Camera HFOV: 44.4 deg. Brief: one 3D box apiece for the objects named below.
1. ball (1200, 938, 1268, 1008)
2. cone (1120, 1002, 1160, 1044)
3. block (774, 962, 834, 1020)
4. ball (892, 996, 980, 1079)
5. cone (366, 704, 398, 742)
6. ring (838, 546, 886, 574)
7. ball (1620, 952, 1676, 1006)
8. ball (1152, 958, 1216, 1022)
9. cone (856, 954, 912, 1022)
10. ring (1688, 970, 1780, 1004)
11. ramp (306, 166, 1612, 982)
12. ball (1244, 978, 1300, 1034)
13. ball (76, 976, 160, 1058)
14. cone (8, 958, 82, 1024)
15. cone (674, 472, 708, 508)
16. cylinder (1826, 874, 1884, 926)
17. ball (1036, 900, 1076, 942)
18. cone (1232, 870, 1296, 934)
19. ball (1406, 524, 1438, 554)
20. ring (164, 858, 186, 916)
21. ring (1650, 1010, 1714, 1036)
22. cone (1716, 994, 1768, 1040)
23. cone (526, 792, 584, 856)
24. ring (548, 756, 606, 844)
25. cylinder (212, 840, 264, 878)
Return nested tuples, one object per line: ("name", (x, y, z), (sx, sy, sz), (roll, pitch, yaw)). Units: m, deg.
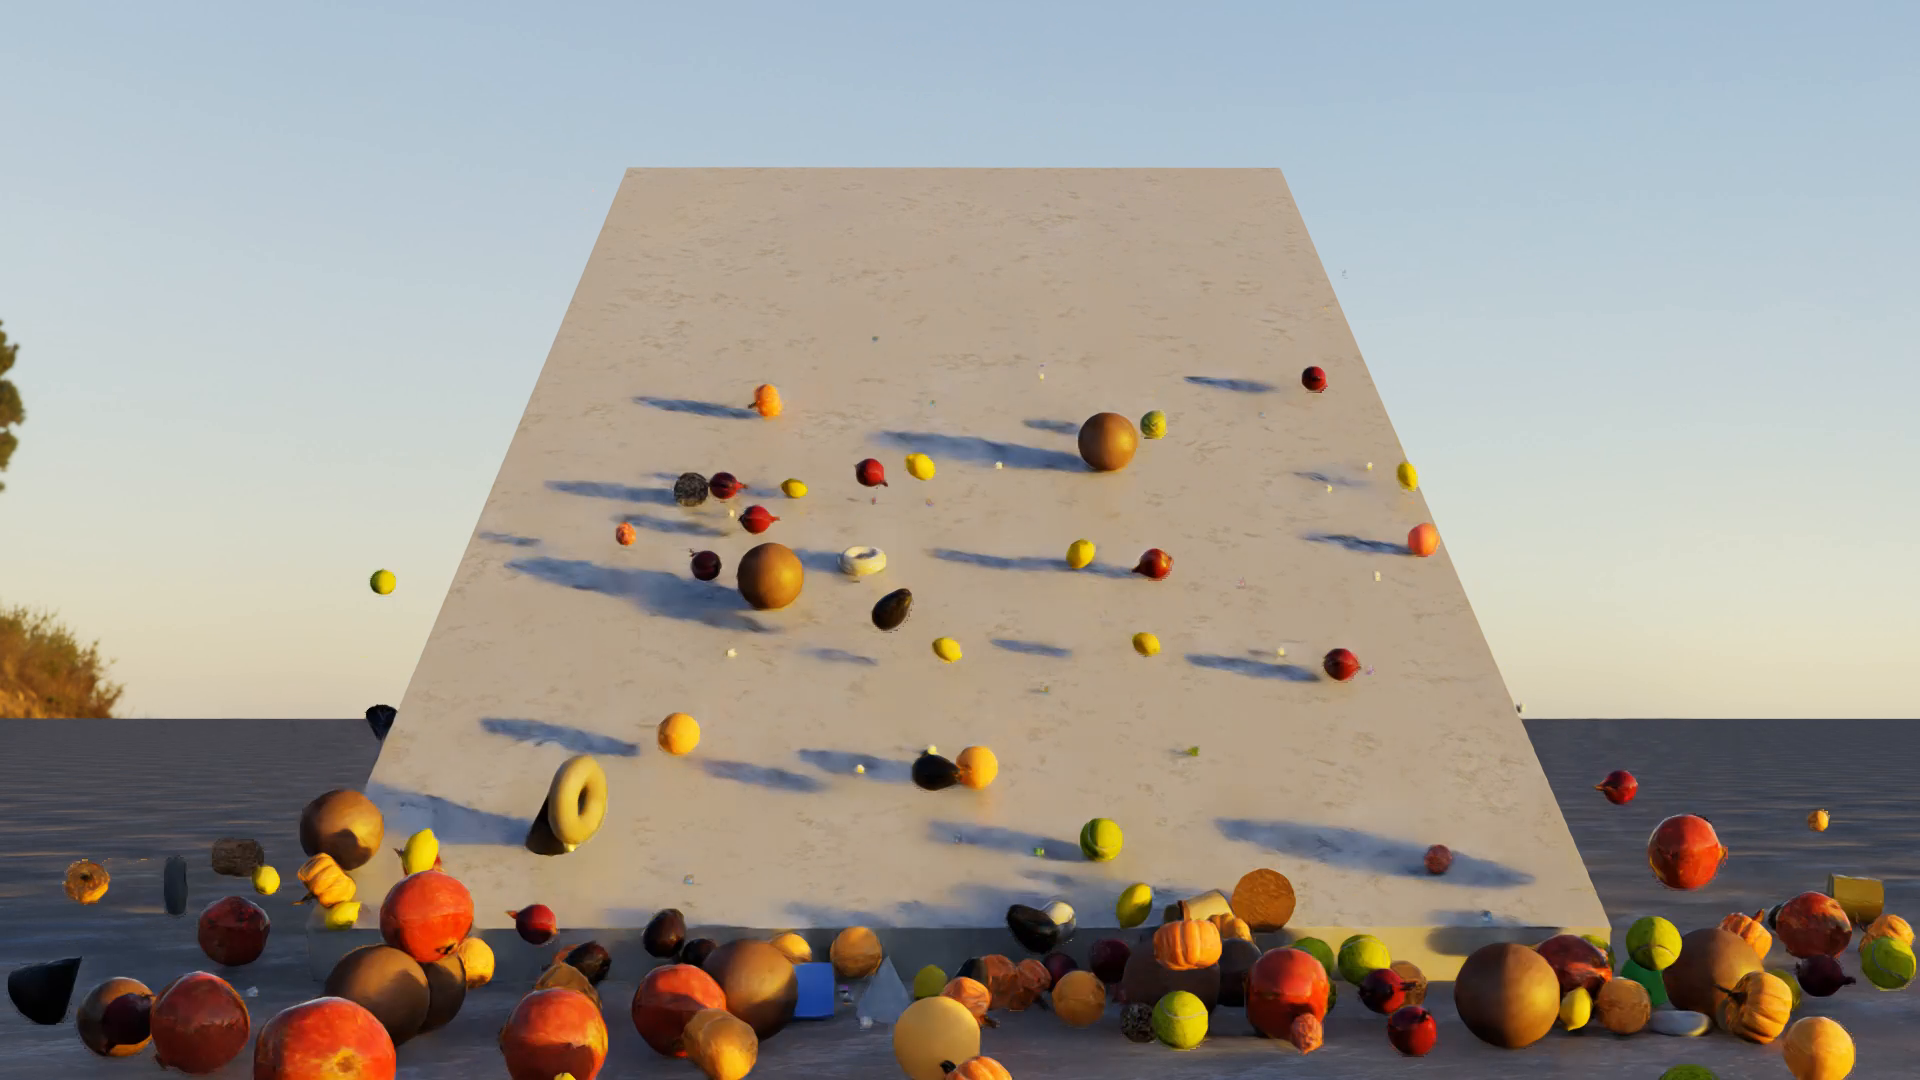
("ball", (0.387, 0.612, 3.327), (0.097, 0.097, 0.097), (0, -4, 0))
("cone", (0.231, 0.595, 2.948), (0.054, 0.054, 0.054), (1, -32, -8))
("block", (-0.210, 0.607, 3.161), (0.069, 0.069, 0.069), (0, -15, -12))
("ball", (-0.026, 0.560, 2.632), (0.098, 0.098, 0.098), (0, -4, 0))
("cone", (-1.125, 0.368, 4.571), (0.067, 0.067, 0.067), (13, 33, -9))
("ring", (-0.196, 0.040, 4.715), (0.098, 0.033, 0.098), (1, 25, 0))
("ball", (0.975, 0.622, 3.333), (0.077, 0.077, 0.077), (0, -4, 0))
("ball", (0.302, 0.606, 3.170), (0.085, 0.085, 0.085), (0, -4, 0))
("cone", (-0.100, 0.604, 3.205), (0.085, 0.085, 0.085), (1, 3, 0))
("ring", (1.115, 0.644, 3.385), (0.128, 0.043, 0.128), (-1, -5, 0))
("ramp", (-0.009, -0.229, 5.426), (2.000, 0.100, 4.000), (0, 26, 0))
("ball", (0.403, 0.604, 3.046), (0.072, 0.072, 0.072), (0, -4, 0))
("ball", (-1.019, 0.578, 2.848), (0.096, 0.096, 0.096), (0, -4, 0))
("cone", (-1.198, 0.580, 3.130), (0.093, 0.093, 0.093), (-38, -17, 16))
("cone", (-0.565, -0.105, 5.012), (0.075, 0.075, 0.075), (0, -1, 6))
("cylinder", (1.747, 0.704, 4.597), (0.091, 0.091, 0.091), (5, -3, 11))
("ball", (0.146, 0.578, 3.564), (0.062, 0.062, 0.062), (0, -4, 0))
("cone", (0.460, 0.552, 3.640), (0.098, 0.098, 0.098), (0, -1, -5))
("ball", (0.938, -0.001, 4.773), (0.060, 0.060, 0.060), (0, -4, 0))
("ring", (-1.467, 0.648, 4.399), (0.036, 0.109, 0.109), (-1, -4, -15))
("ring", (0.936, 0.627, 3.052), (0.081, 0.027, 0.081), (1, -3, 0))
("cone", (1.009, 0.625, 3.035), (0.062, 0.062, 0.062), (-1, -31, 18))
("cone", (-0.657, 0.442, 3.802), (0.098, 0.098, 0.098), (0, 26, 0))
("ring", (-0.610, 0.414, 3.748), (0.048, 0.143, 0.143), (6, -2, 20))
("cylinder", (-1.202, 0.529, 3.914), (0.059, 0.059, 0.059), (2, -3, 26))
